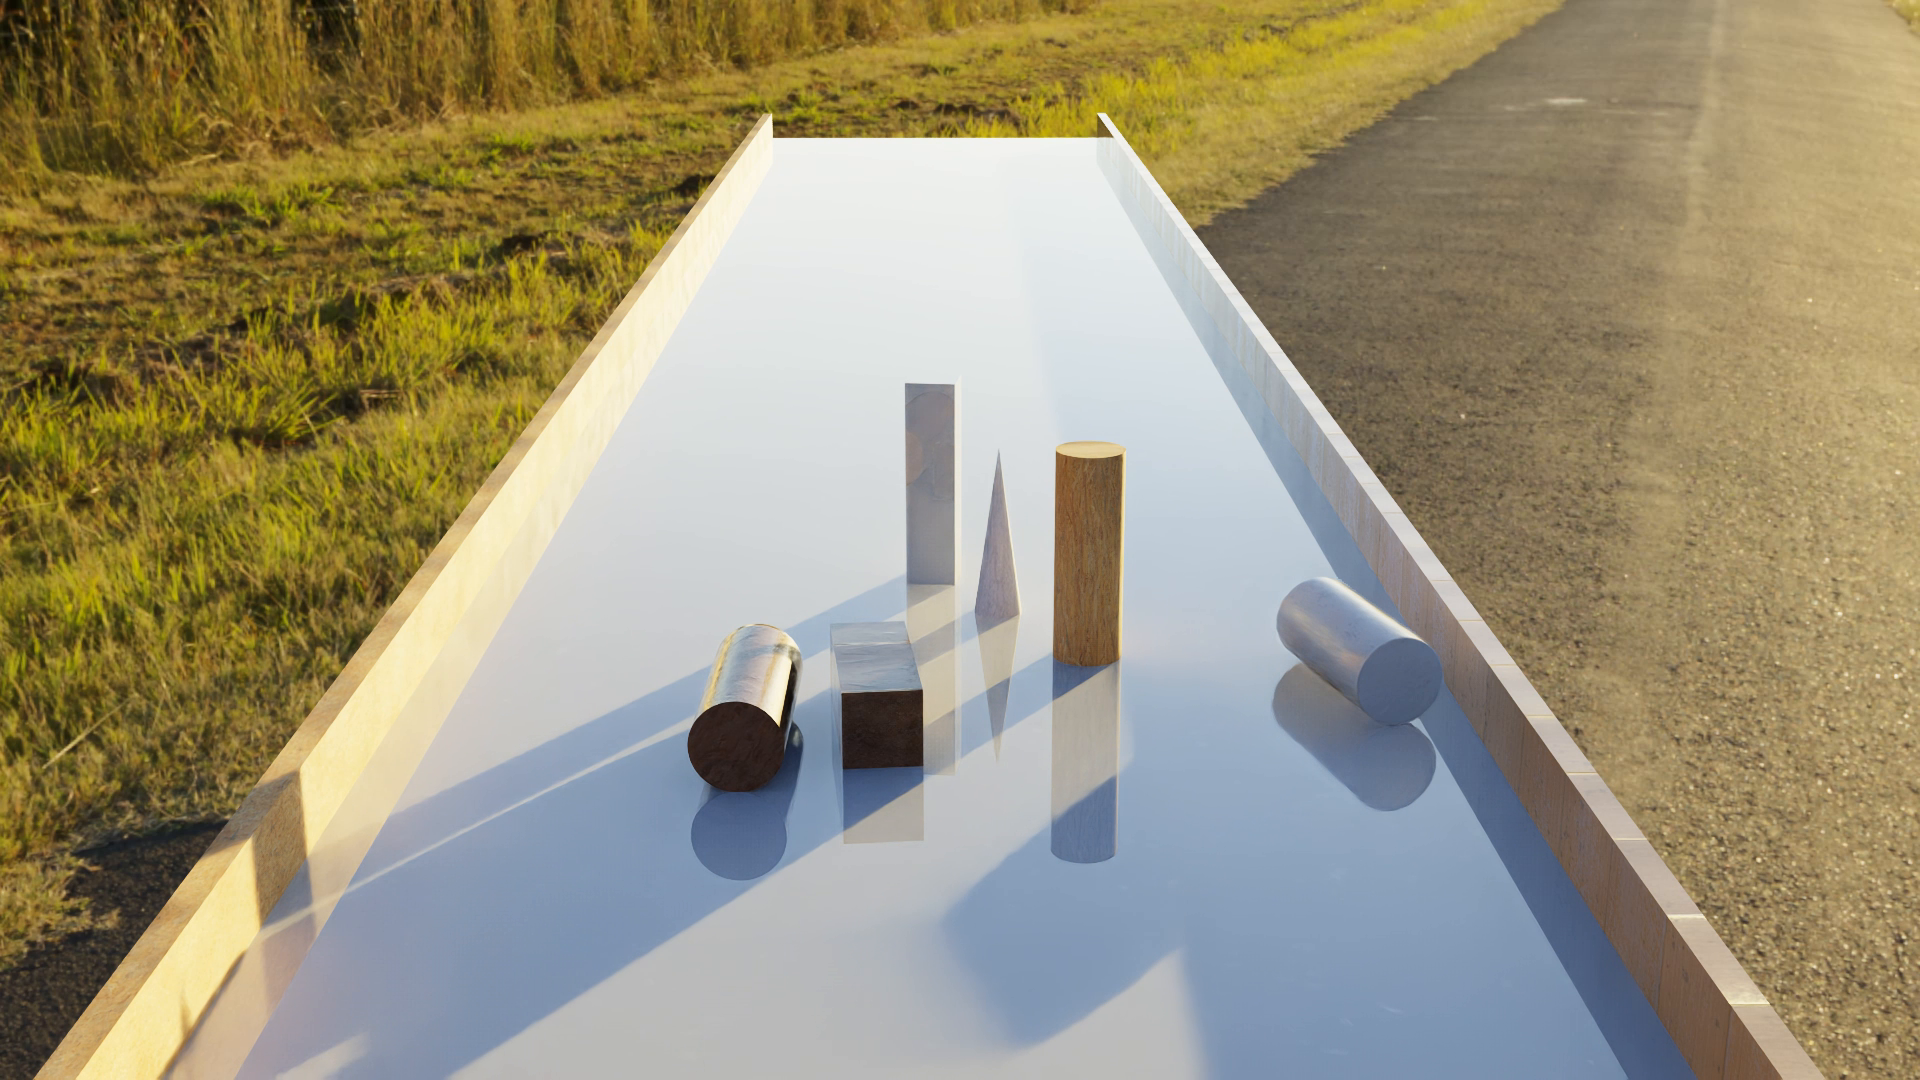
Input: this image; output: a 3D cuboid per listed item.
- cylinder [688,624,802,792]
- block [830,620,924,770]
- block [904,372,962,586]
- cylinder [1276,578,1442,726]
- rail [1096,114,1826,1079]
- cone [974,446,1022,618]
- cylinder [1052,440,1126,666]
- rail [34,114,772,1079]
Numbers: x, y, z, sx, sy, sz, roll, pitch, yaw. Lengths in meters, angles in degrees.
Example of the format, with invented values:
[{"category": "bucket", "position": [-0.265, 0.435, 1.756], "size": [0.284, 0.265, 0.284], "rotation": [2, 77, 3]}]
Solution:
[{"category": "cylinder", "position": [-0.380, 0.295, 3.945], "size": [0.166, 0.166, 0.409], "rotation": [0, 17, 0]}, {"category": "block", "position": [-0.156, 0.279, 4.037], "size": [0.143, 0.143, 0.379], "rotation": [-2, 17, -6]}, {"category": "block", "position": [-0.058, -0.135, 4.882], "size": [0.109, 0.456, 0.109], "rotation": [2, 17, 7]}, {"category": "cylinder", "position": [0.761, 0.208, 4.224], "size": [0.171, 0.171, 0.379], "rotation": [-4, 17, -14]}, {"category": "rail", "position": [0.932, -0.844, 7.801], "size": [0.050, 0.150, 12.000], "rotation": [0, 17, -1]}, {"category": "cone", "position": [0.082, -0.022, 4.664], "size": [0.101, 0.364, 0.101], "rotation": [0, 17, 0]}, {"category": "cylinder", "position": [0.257, 0.027, 4.385], "size": [0.139, 0.428, 0.139], "rotation": [0, 17, 0]}, {"category": "rail", "position": [-1.118, -0.838, 7.780], "size": [0.050, 0.150, 12.000], "rotation": [0, 17, -1]}]
